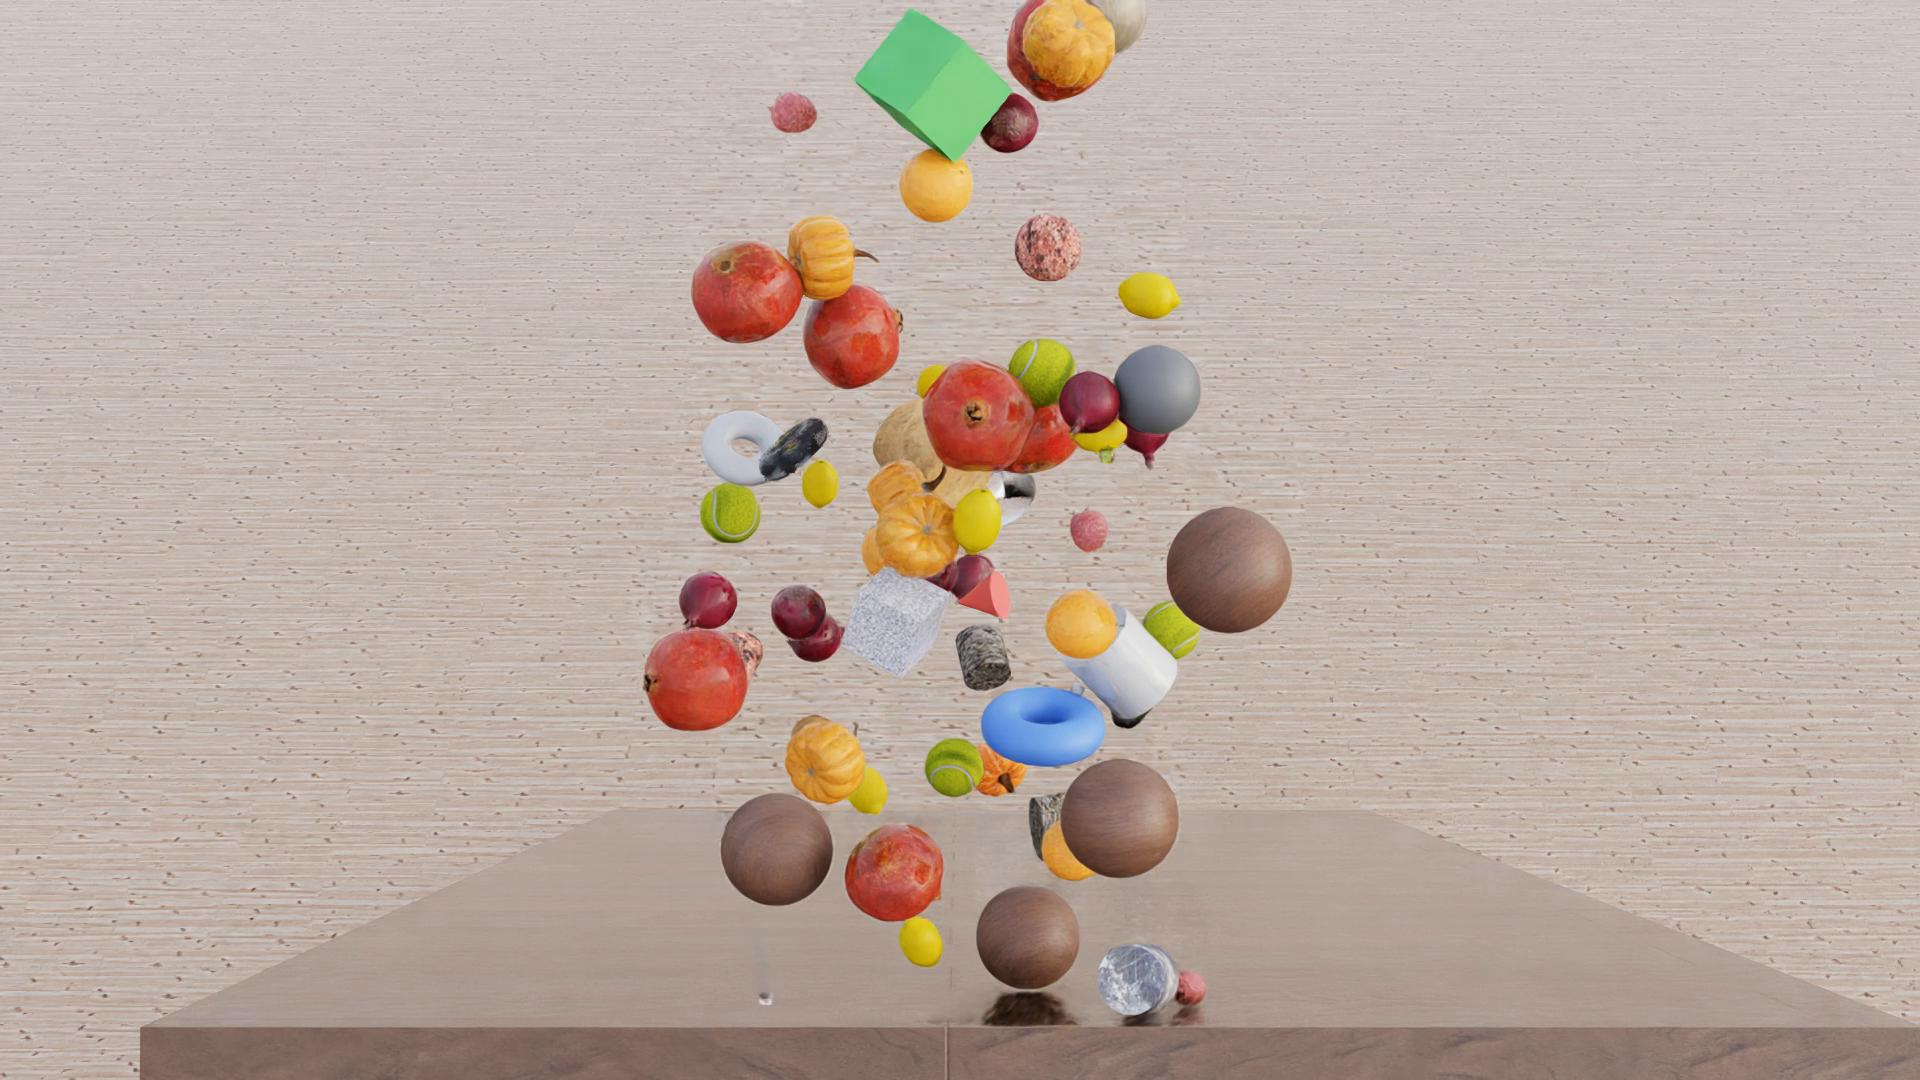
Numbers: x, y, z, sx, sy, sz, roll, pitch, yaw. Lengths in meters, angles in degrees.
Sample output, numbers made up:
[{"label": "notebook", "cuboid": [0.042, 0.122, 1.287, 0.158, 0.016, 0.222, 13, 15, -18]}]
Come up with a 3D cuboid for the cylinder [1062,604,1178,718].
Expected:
[{"label": "cylinder", "cuboid": [0.187, 0.142, 3.042, 0.096, 0.096, 0.096, -35, 26, 21]}]

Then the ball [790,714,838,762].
[{"label": "ball", "cuboid": [-0.175, 0.238, 3.123, 0.056, 0.056, 0.056, 0, 37, 0]}]

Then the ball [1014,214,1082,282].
[{"label": "ball", "cuboid": [0.099, -0.327, 2.912, 0.075, 0.075, 0.075, 0, 37, 0]}]

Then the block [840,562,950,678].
[{"label": "block", "cuboid": [-0.068, 0.084, 2.744, 0.074, 0.074, 0.074, 28, 33, 13]}]

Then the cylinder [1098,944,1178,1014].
[{"label": "cylinder", "cuboid": [0.206, 0.507, 3.007, 0.079, 0.079, 0.079, 14, -3, 18]}]

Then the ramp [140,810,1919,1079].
[{"label": "ramp", "cuboid": [0.081, 0.682, 4.913, 2.000, 0.100, 4.000, 0, -2, 0]}]

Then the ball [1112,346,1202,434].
[{"label": "ball", "cuboid": [0.194, -0.148, 2.562, 0.087, 0.087, 0.087, 0, 37, 0]}]

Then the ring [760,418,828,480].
[{"label": "ring", "cuboid": [-0.178, -0.097, 2.783, 0.087, 0.029, 0.087, -38, 13, 11]}]

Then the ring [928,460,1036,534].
[{"label": "ring", "cuboid": [0.026, -0.050, 3.094, 0.132, 0.132, 0.044, -10, 65, -13]}]

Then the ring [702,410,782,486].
[{"label": "ring", "cuboid": [-0.239, -0.102, 2.894, 0.097, 0.032, 0.097, 8, 54, -11]}]

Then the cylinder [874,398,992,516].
[{"label": "cylinder", "cuboid": [-0.031, -0.095, 2.966, 0.098, 0.098, 0.098, -23, 48, -28]}]

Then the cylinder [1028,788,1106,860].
[{"label": "cylinder", "cuboid": [0.131, 0.346, 3.172, 0.077, 0.077, 0.077, -8, 37, -12]}]

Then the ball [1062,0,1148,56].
[{"label": "ball", "cuboid": [0.144, -0.527, 2.595, 0.086, 0.086, 0.086, 0, 37, 0]}]

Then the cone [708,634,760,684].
[{"label": "cone", "cuboid": [-0.248, 0.148, 2.949, 0.063, 0.063, 0.063, -13, 25, -17]}]

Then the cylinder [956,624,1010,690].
[{"label": "cylinder", "cuboid": [0.028, 0.145, 3.210, 0.059, 0.059, 0.059, -6, 53, -8]}]

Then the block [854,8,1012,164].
[{"label": "block", "cuboid": [-0.026, -0.438, 2.507, 0.089, 0.089, 0.089, -51, 49, 2]}]

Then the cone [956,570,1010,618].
[{"label": "cone", "cuboid": [0.020, 0.065, 2.886, 0.054, 0.054, 0.054, -11, 32, 23]}]

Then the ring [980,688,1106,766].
[{"label": "ring", "cuboid": [0.097, 0.216, 3.018, 0.146, 0.049, 0.146, 2, 23, -1]}]
